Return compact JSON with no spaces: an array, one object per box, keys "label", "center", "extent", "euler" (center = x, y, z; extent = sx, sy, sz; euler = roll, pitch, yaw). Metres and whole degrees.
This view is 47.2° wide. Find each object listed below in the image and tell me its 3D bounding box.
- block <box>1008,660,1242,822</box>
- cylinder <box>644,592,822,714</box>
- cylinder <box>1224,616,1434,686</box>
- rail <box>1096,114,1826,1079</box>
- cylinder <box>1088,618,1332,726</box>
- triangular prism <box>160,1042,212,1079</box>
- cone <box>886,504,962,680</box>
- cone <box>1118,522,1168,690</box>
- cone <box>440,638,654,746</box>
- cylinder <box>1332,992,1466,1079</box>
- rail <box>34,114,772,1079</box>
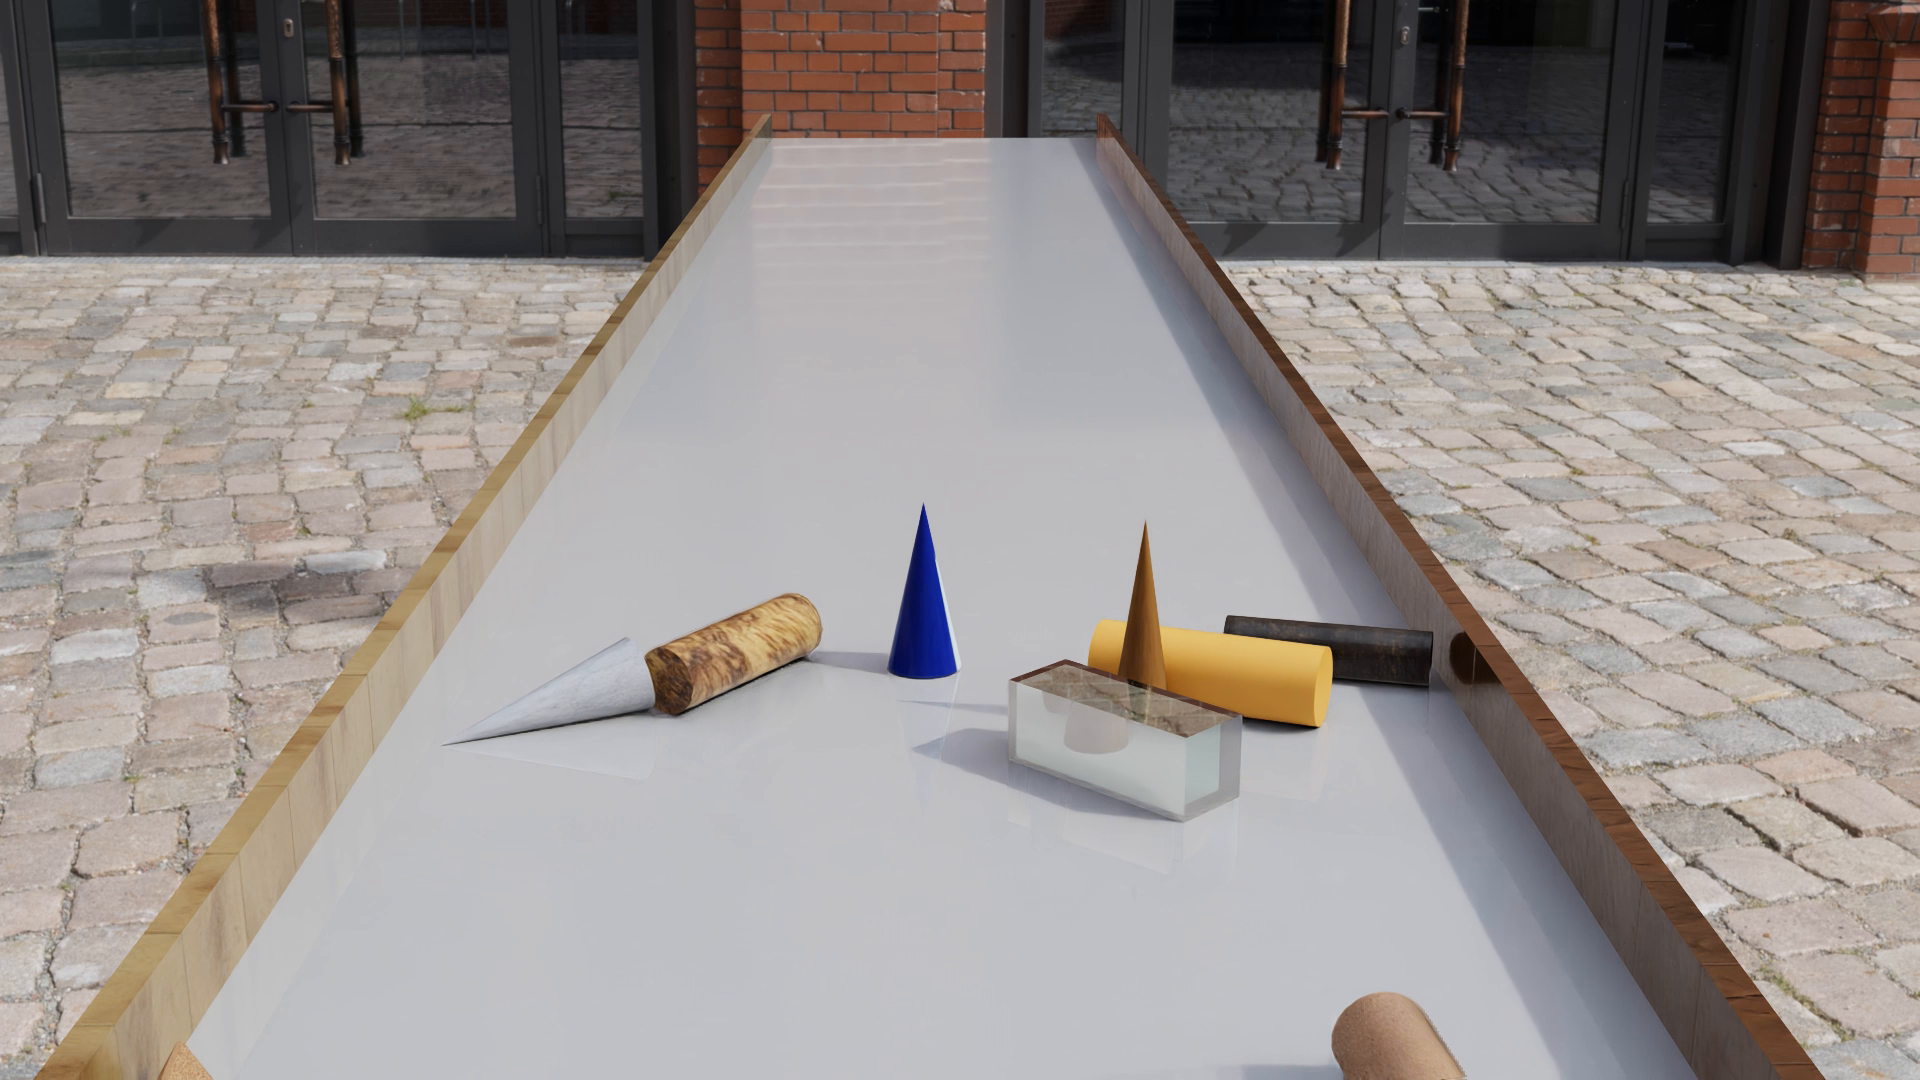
[{"label":"block","center":[0.281,0.342,3.811],"extent":[0.398,0.151,0.151],"euler":[15,23,42]},{"label":"cylinder","center":[-0.439,0.216,4.270],"extent":[0.129,0.129,0.401],"euler":[11,20,32]},{"label":"cylinder","center":[0.721,0.216,4.318],"extent":[0.400,0.105,0.105],"euler":[4,17,14]},{"label":"rail","center":[0.932,-0.844,7.801],"extent":[0.050,0.150,12.000],"euler":[0,17,-1]},{"label":"cylinder","center":[0.469,0.248,4.133],"extent":[0.434,0.149,0.149],"euler":[7,18,21]},{"label":"triangular prism","center":[-0.960,0.732,2.601],"extent":[0.102,0.088,0.404],"euler":[-2,17,-7]},{"label":"cone","center":[-0.071,0.089,4.328],"extent":[0.150,0.342,0.150],"euler":[0,17,0]},{"label":"cone","center":[0.335,0.150,4.022],"extent":[0.116,0.398,0.116],"euler":[0,17,0]},{"label":"cone","center":[-0.776,0.312,4.055],"extent":[0.400,0.143,0.143],"euler":[-20,24,-25]},{"label":"cylinder","center":[0.566,0.698,2.655],"extent":[0.128,0.128,0.397],"euler":[-2,17,-6]},{"label":"rail","center":[-1.118,-0.838,7.780],"extent":[0.050,0.150,12.000],"euler":[0,17,-1]}]
